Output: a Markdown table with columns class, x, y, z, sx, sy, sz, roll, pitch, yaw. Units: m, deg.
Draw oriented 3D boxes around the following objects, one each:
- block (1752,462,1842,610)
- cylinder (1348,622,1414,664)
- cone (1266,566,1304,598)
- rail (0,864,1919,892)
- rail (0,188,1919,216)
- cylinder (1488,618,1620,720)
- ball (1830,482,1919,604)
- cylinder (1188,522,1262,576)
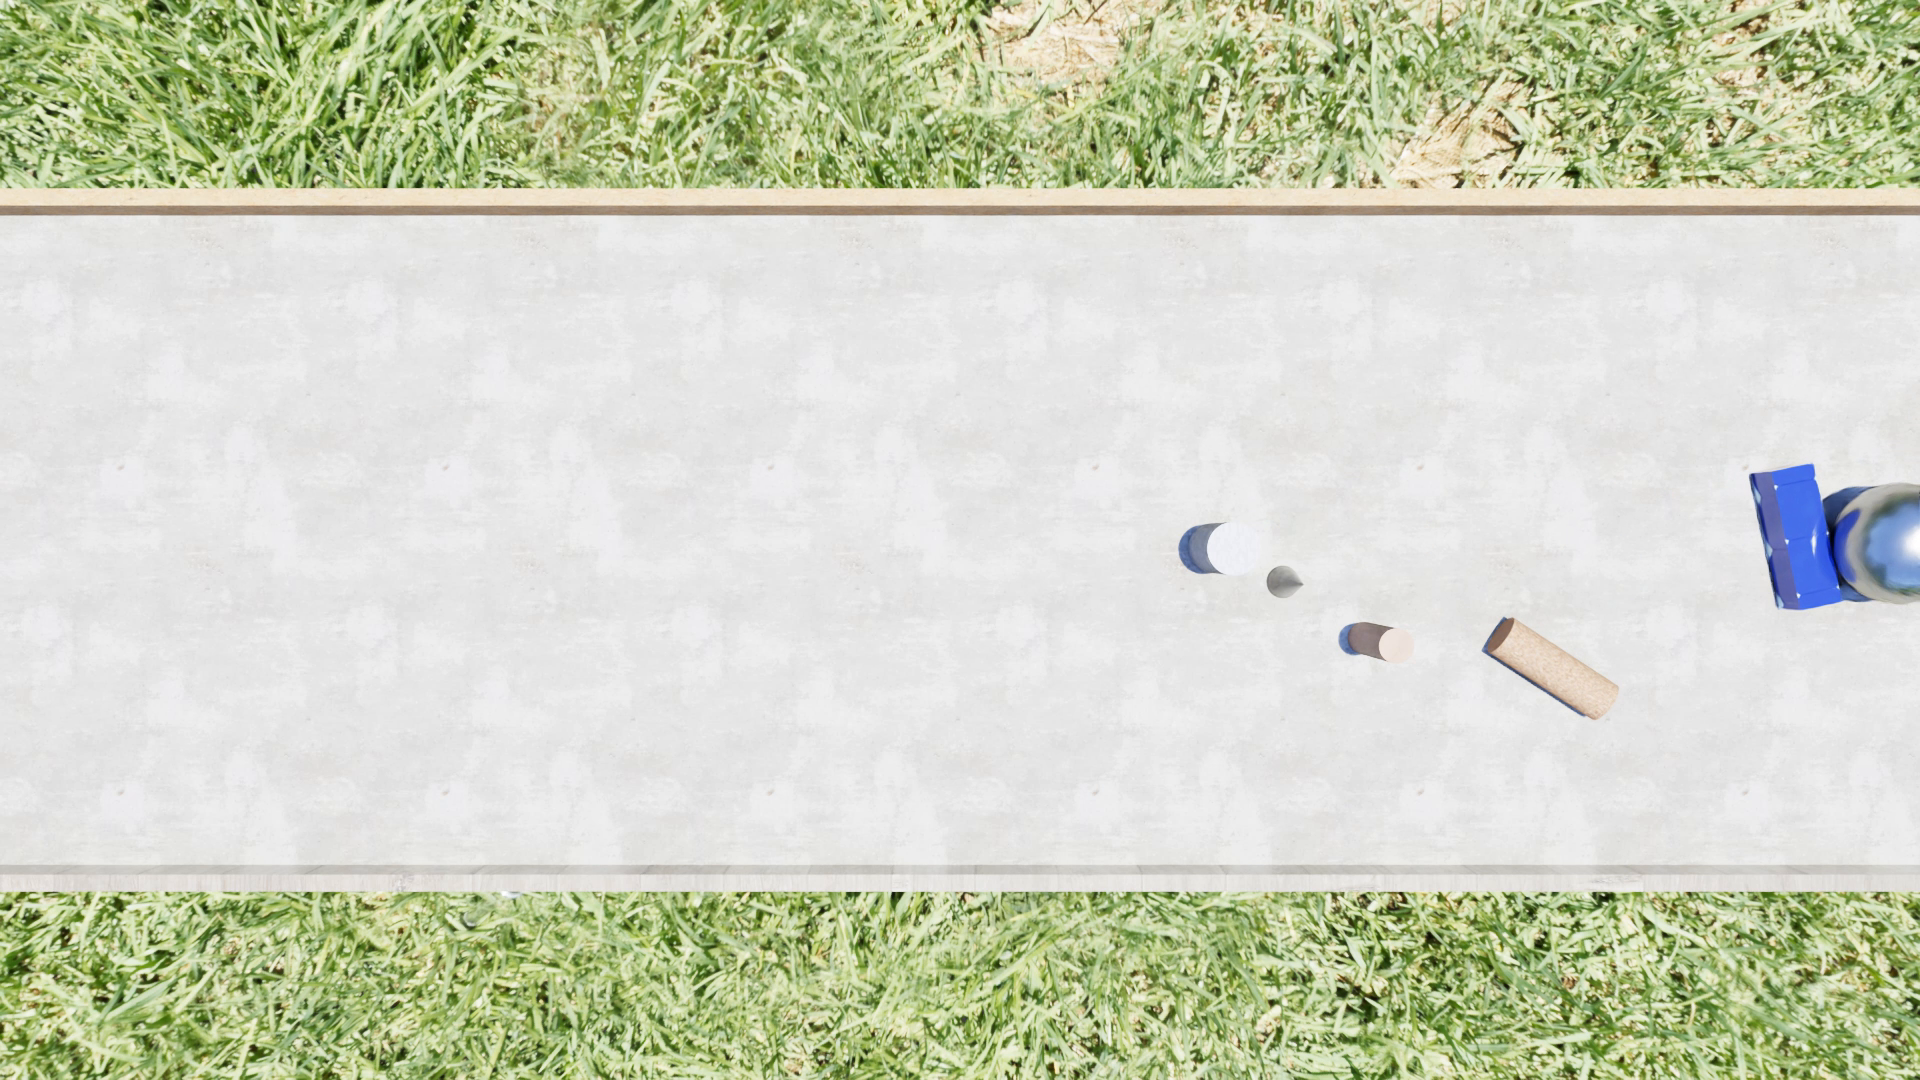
| class | x | y | z | sx | sy | sz | roll | pitch | yaw |
| --- | --- | --- | --- | --- | --- | --- | --- | --- | --- |
| block | 2.541 | -0.010 | 5.013 | 0.128 | 0.128 | 0.426 | -12 | 90 | 0 |
| cylinder | 1.243 | 0.302 | 4.886 | 0.100 | 0.381 | 0.100 | 0 | 90 | 0 |
| cone | 0.993 | 0.129 | 4.917 | 0.101 | 0.318 | 0.101 | 0 | 90 | 0 |
| rail | -2.247 | 1.025 | 5.001 | 12.000 | 0.150 | 0.050 | 0 | 90 | 0 |
| rail | -2.247 | -1.025 | 5.002 | 12.000 | 0.150 | 0.050 | 0 | 90 | 0 |
| cylinder | 1.802 | 0.391 | 5.012 | 0.377 | 0.128 | 0.128 | 33 | 90 | 0 |
| ball | 2.787 | 0.010 | 4.896 | 0.361 | 0.361 | 0.361 | 0 | 90 | 0 |
| cylinder | 0.779 | 0.025 | 4.880 | 0.154 | 0.393 | 0.154 | 0 | 90 | 0 |
